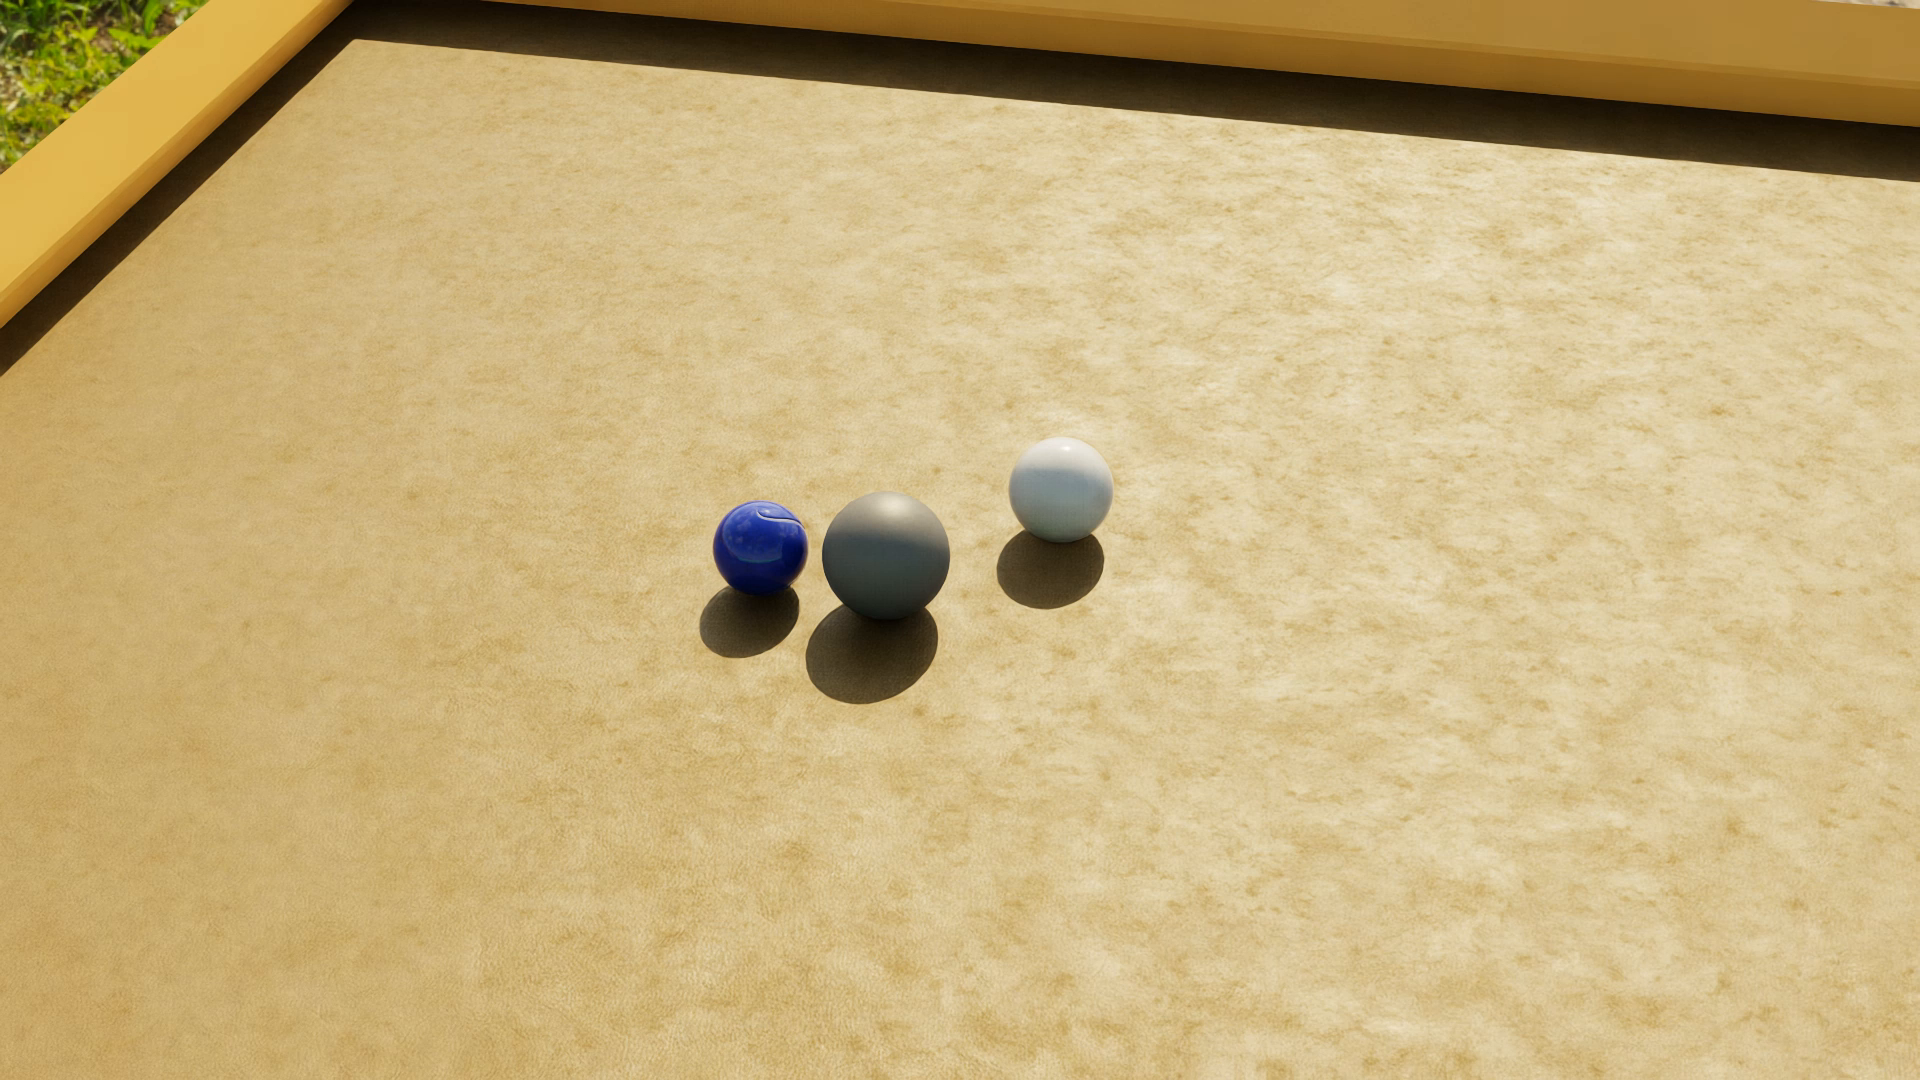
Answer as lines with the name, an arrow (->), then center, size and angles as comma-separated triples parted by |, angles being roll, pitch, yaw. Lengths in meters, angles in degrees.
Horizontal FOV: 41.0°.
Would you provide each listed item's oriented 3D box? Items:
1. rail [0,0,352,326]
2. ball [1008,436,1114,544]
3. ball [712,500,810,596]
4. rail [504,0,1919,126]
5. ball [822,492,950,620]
rail -> -0.881, -0.127, 2.087 | 0.045, 0.125, 2.035 | 7, 35, 10
ball -> 0.079, -0.039, 1.997 | 0.083, 0.083, 0.083 | 0, 34, 0
ball -> -0.150, 0.006, 1.938 | 0.073, 0.073, 0.073 | 0, 34, 0
rail -> 1.118, -0.450, 2.565 | 3.704, 0.125, 0.045 | 7, 35, 10
ball -> -0.055, 0.012, 1.910 | 0.096, 0.096, 0.096 | 0, 34, 0
